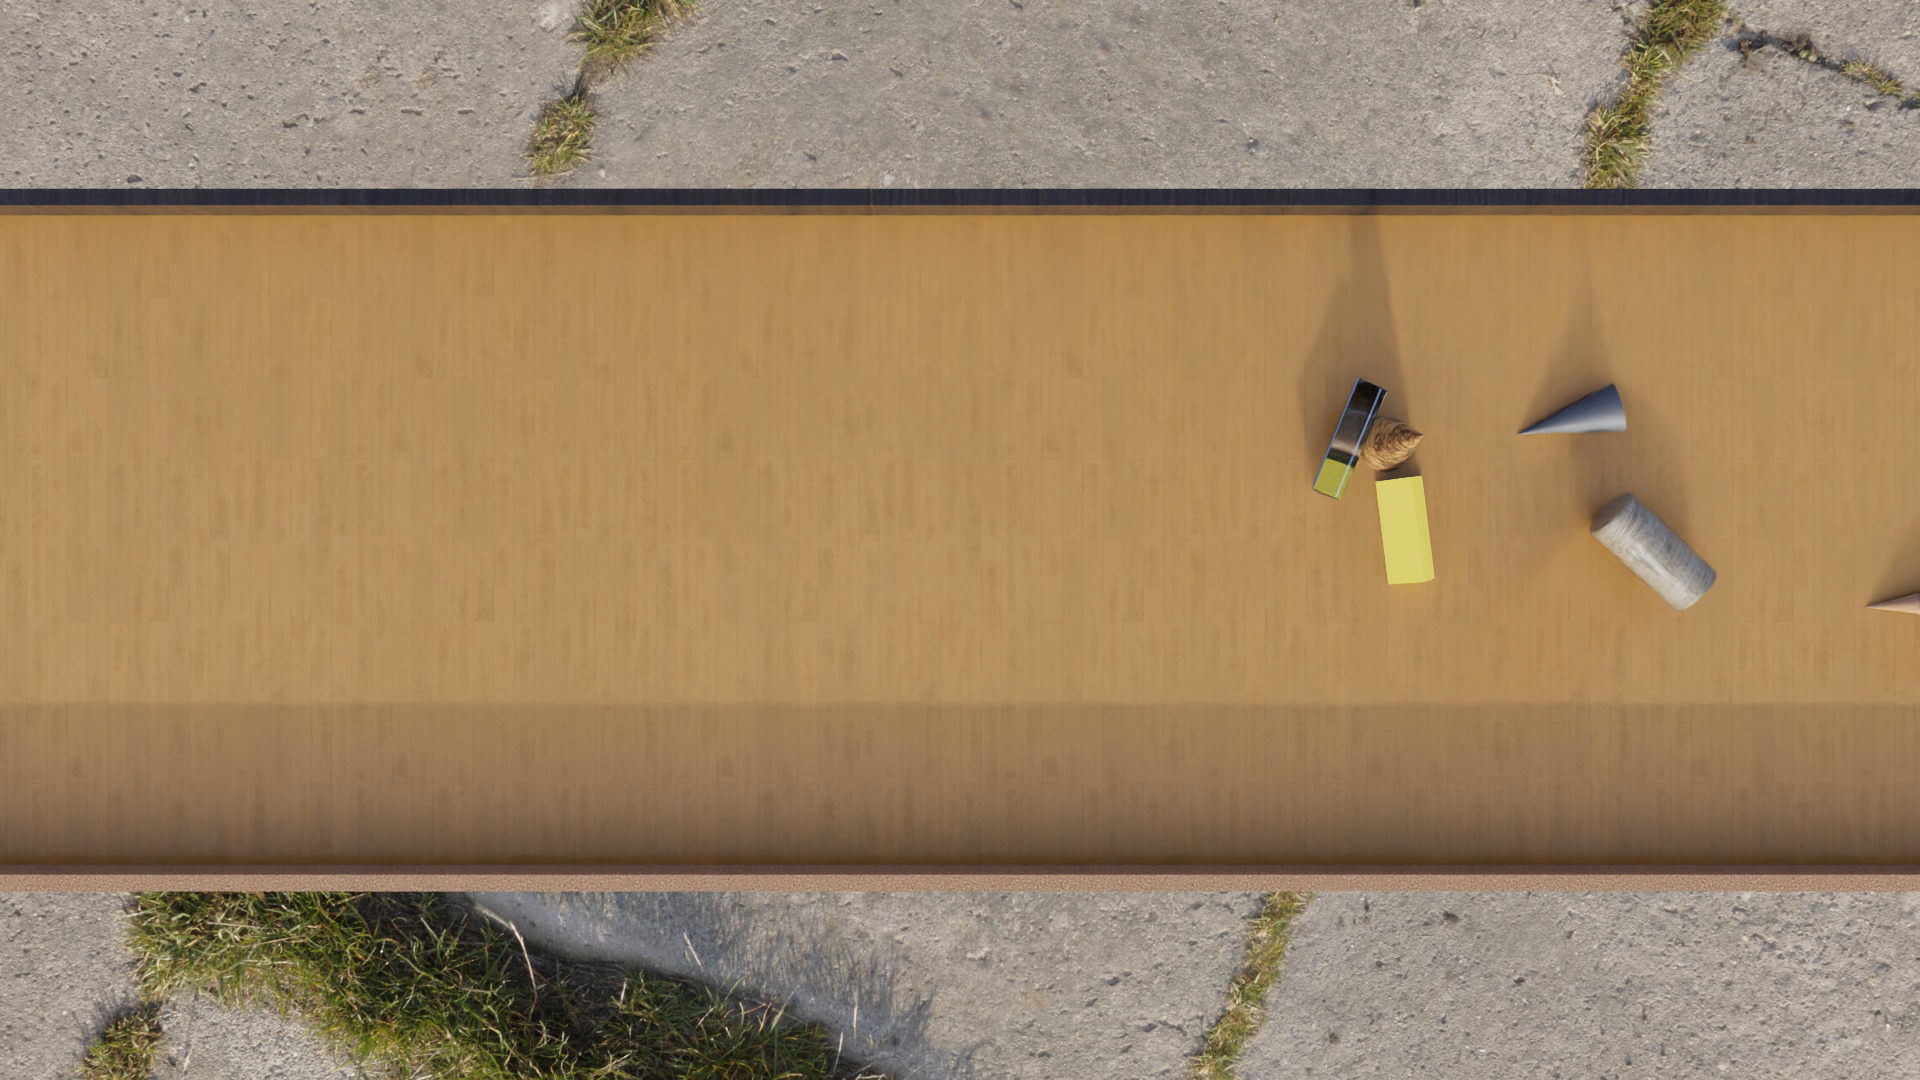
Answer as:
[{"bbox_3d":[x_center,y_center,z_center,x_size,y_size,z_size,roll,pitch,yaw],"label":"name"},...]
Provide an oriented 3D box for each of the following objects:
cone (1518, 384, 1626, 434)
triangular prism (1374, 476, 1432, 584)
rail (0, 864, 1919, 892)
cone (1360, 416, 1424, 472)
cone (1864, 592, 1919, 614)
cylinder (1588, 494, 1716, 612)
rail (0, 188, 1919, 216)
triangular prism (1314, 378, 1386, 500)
[{"bbox_3d":[1.855,-0.362,5.040,0.307,0.151,0.151,-15,90,14],"label":"cone"},{"bbox_3d":[1.370,-0.030,5.012,0.142,0.123,0.317,-9,93,-5],"label":"triangular prism"},{"bbox_3d":[-2.247,1.025,5.001,12.000,0.150,0.050,0,90,0],"label":"rail"},{"bbox_3d":[1.309,-0.295,4.861,0.172,0.430,0.172,0,90,0],"label":"cone"},{"bbox_3d":[2.930,0.195,5.045,0.305,0.126,0.126,-5,90,12],"label":"cone"},{"bbox_3d":[2.096,0.037,4.995,0.350,0.163,0.163,43,90,0],"label":"cylinder"},{"bbox_3d":[-2.247,-1.025,5.002,12.000,0.150,0.050,0,90,0],"label":"rail"},{"bbox_3d":[1.164,-0.312,5.009,0.088,0.102,0.361,23,90,-43],"label":"triangular prism"}]
